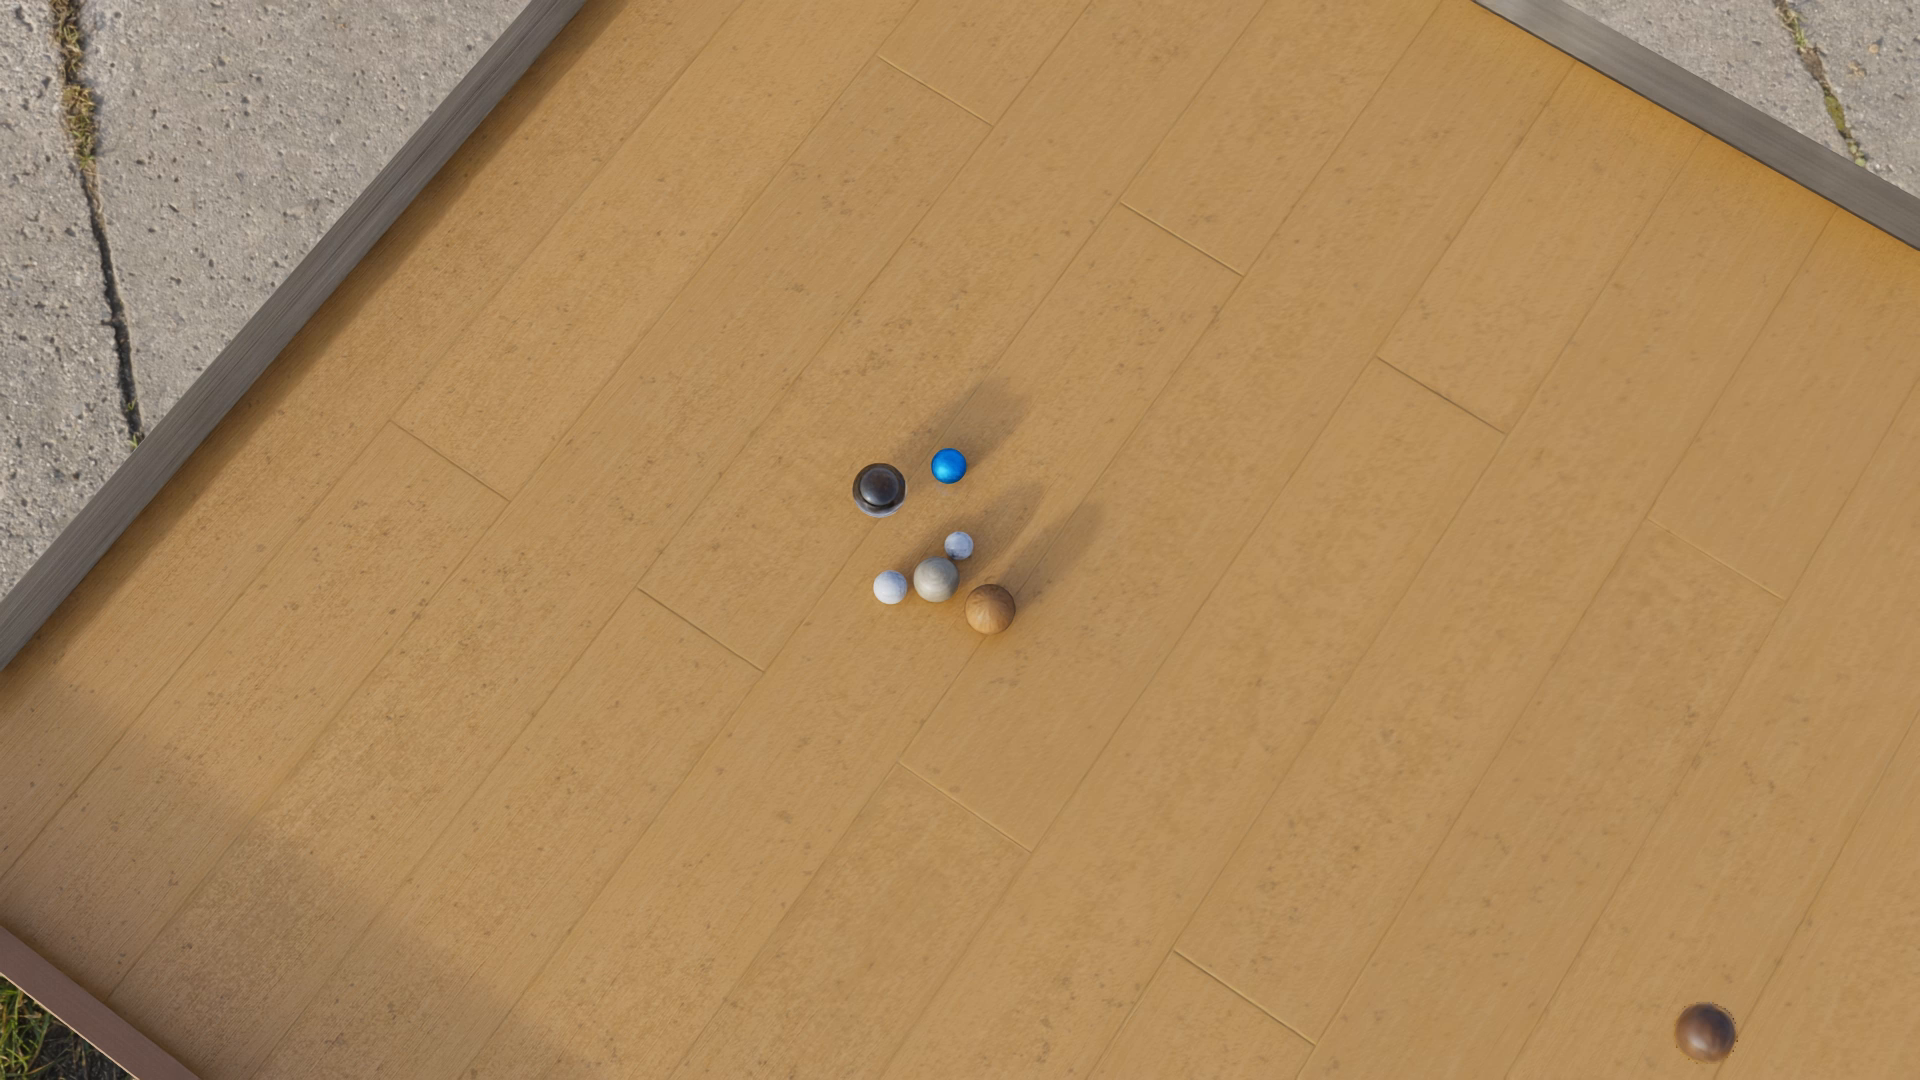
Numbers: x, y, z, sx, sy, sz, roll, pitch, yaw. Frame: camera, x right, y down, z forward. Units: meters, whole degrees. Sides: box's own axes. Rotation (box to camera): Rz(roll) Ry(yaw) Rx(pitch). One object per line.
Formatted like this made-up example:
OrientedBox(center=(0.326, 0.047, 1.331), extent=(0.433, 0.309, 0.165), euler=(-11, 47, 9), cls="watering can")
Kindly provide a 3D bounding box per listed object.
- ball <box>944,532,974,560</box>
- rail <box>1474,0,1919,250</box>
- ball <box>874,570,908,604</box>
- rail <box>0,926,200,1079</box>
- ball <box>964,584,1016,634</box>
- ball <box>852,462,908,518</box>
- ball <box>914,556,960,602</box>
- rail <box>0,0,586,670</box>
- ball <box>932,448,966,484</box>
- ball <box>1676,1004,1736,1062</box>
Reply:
OrientedBox(center=(-0.002, 0.009, 3.451), extent=(0.046, 0.046, 0.046), euler=(0, 70, 0), cls="ball")
OrientedBox(center=(1.672, -0.430, 3.574), extent=(4.490, 0.113, 0.045), euler=(33, 73, 11), cls="rail")
OrientedBox(center=(-0.108, 0.073, 3.424), extent=(0.054, 0.054, 0.054), euler=(0, 70, 0), cls="ball")
OrientedBox(center=(0.176, 1.610, 2.831), extent=(4.490, 0.113, 0.045), euler=(33, 73, 11), cls="rail")
OrientedBox(center=(0.046, 0.107, 3.398), extent=(0.079, 0.079, 0.079), euler=(0, 70, 0), cls="ball")
OrientedBox(center=(-0.126, -0.079, 3.461), extent=(0.087, 0.087, 0.087), euler=(0, 70, 0), cls="ball")
OrientedBox(center=(-0.037, 0.061, 3.418), extent=(0.073, 0.073, 0.073), euler=(0, 70, 0), cls="ball")
OrientedBox(center=(-0.905, -0.594, 3.634), extent=(0.045, 0.113, 2.684), euler=(33, 73, 11), cls="rail")
OrientedBox(center=(-0.018, -0.118, 3.491), extent=(0.057, 0.057, 0.057), euler=(0, 70, 0), cls="ball")
OrientedBox(center=(1.076, 0.712, 3.175), extent=(0.083, 0.083, 0.083), euler=(0, 70, 0), cls="ball")
